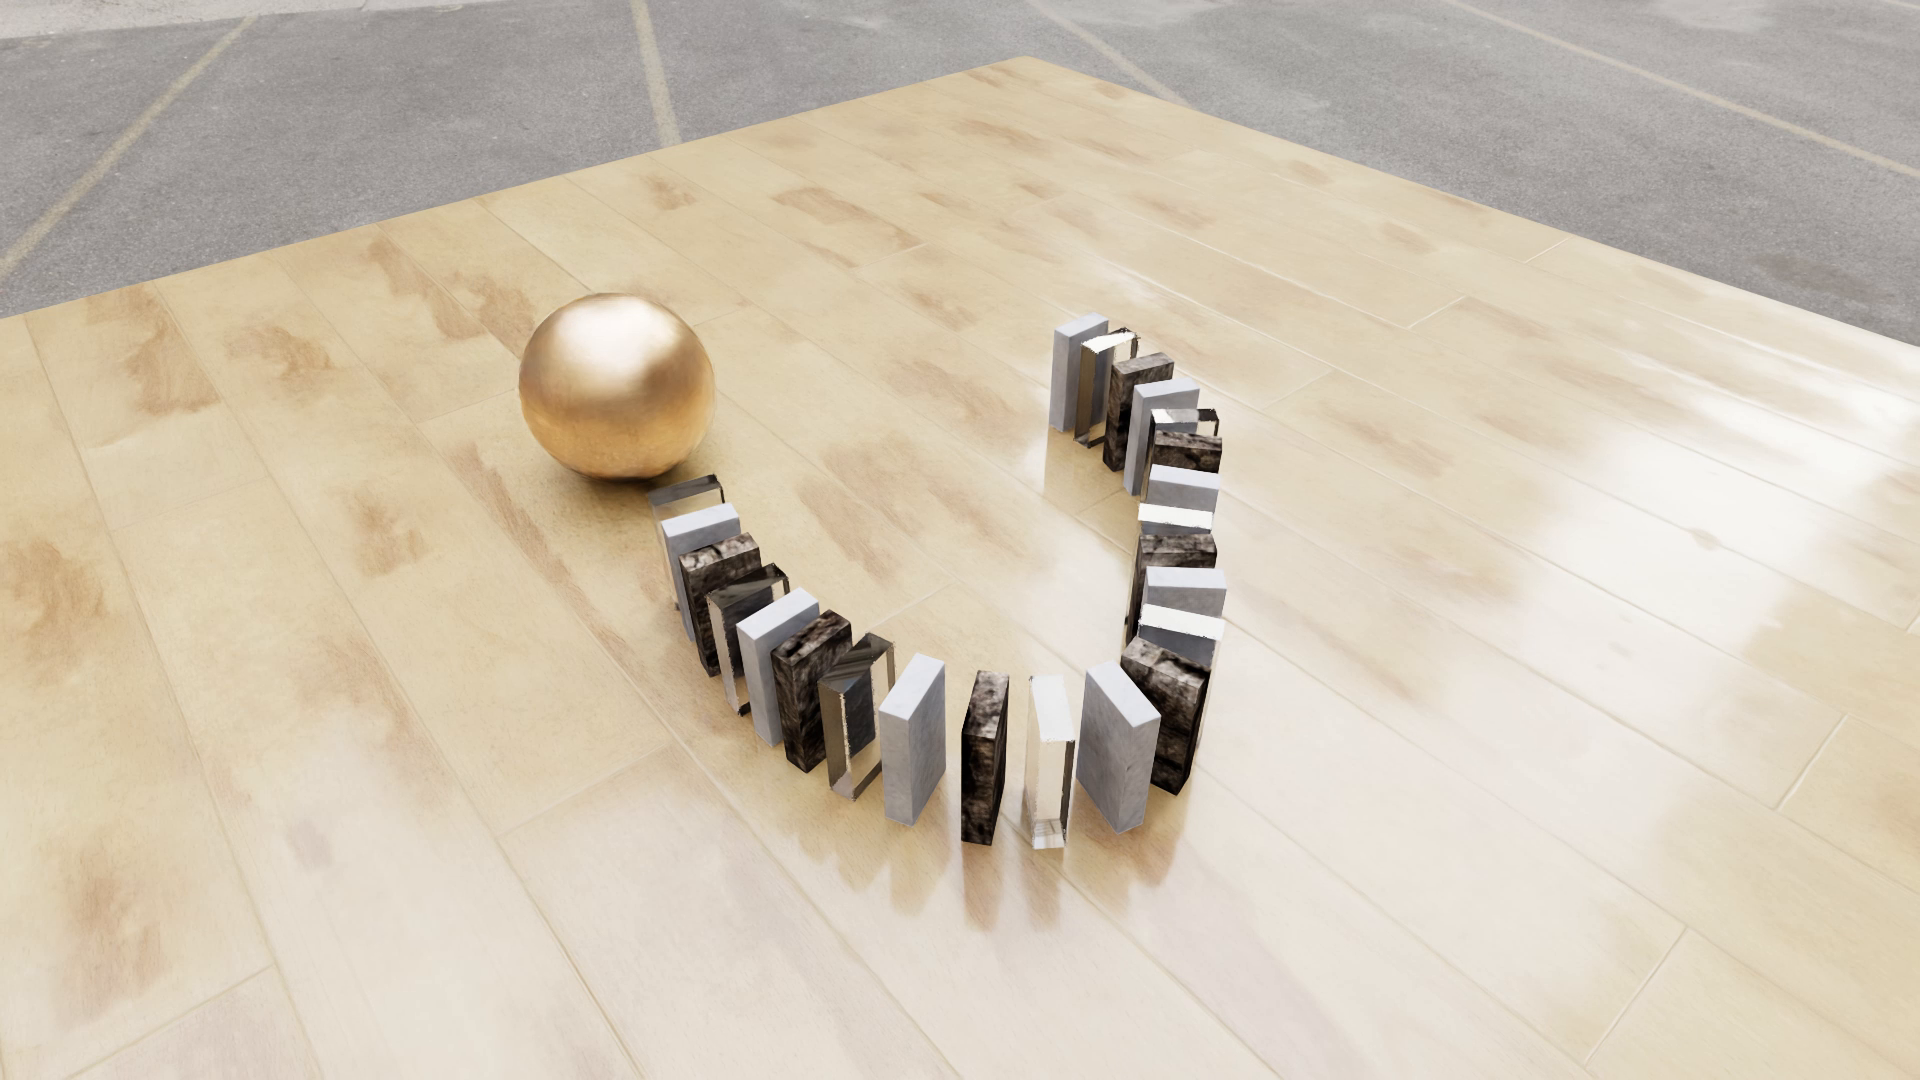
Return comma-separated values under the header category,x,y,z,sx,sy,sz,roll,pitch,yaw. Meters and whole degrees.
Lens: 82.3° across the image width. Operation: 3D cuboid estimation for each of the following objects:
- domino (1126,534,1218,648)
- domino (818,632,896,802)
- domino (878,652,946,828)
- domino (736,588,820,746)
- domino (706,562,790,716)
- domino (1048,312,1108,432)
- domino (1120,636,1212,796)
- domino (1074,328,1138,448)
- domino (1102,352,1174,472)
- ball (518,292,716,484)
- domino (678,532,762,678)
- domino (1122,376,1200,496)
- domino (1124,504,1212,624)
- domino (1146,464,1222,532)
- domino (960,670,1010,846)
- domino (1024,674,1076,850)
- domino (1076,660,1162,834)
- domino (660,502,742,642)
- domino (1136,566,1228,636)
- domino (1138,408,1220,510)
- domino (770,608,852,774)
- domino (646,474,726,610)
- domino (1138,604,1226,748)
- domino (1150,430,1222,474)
category,x,y,z,sx,sy,sz,roll,pitch,yaw
domino,0.074,0.020,0.386,0.025,0.050,0.010,0,39,0
domino,-0.031,0.056,0.343,0.009,0.050,0.025,22,44,25
domino,-0.014,0.062,0.336,0.010,0.050,0.025,16,42,18
domino,-0.057,0.042,0.360,0.025,0.050,0.009,-32,49,-33
domino,-0.068,0.034,0.370,0.025,0.050,0.010,-27,47,-29
domino,0.054,-0.077,0.505,0.025,0.050,0.009,-28,47,-30
domino,0.061,0.056,0.344,0.025,0.050,0.010,23,44,25
domino,0.066,-0.068,0.494,0.025,0.050,0.010,-25,46,-27
domino,0.077,-0.055,0.479,0.025,0.050,0.010,-16,42,-19
ball,-0.144,-0.064,0.466,0.080,0.080,0.080,0,39,0
domino,-0.081,0.023,0.383,0.025,0.050,0.009,-21,44,-23
domino,0.085,-0.043,0.464,0.025,0.050,0.010,-11,41,-13
domino,0.075,0.011,0.398,0.025,0.050,0.009,8,40,9
domino,0.082,-0.004,0.416,0.025,0.050,0.010,10,40,12
domino,0.007,0.066,0.331,0.010,0.050,0.025,7,40,9
domino,0.026,0.067,0.330,0.009,0.050,0.025,-3,39,-4
domino,0.047,0.063,0.334,0.010,0.050,0.025,-17,42,-20
domino,-0.090,0.012,0.397,0.025,0.050,0.010,-18,43,-21
domino,0.074,0.031,0.373,0.025,0.050,0.009,2,39,3
domino,0.089,-0.030,0.448,0.025,0.050,0.010,-1,39,-2
domino,-0.046,0.049,0.352,0.009,0.050,0.025,28,47,30
domino,-0.099,0.001,0.410,0.025,0.050,0.010,-19,43,-22
domino,0.069,0.045,0.357,0.025,0.050,0.010,11,41,14
domino,0.087,-0.019,0.434,0.025,0.050,0.010,7,40,8
